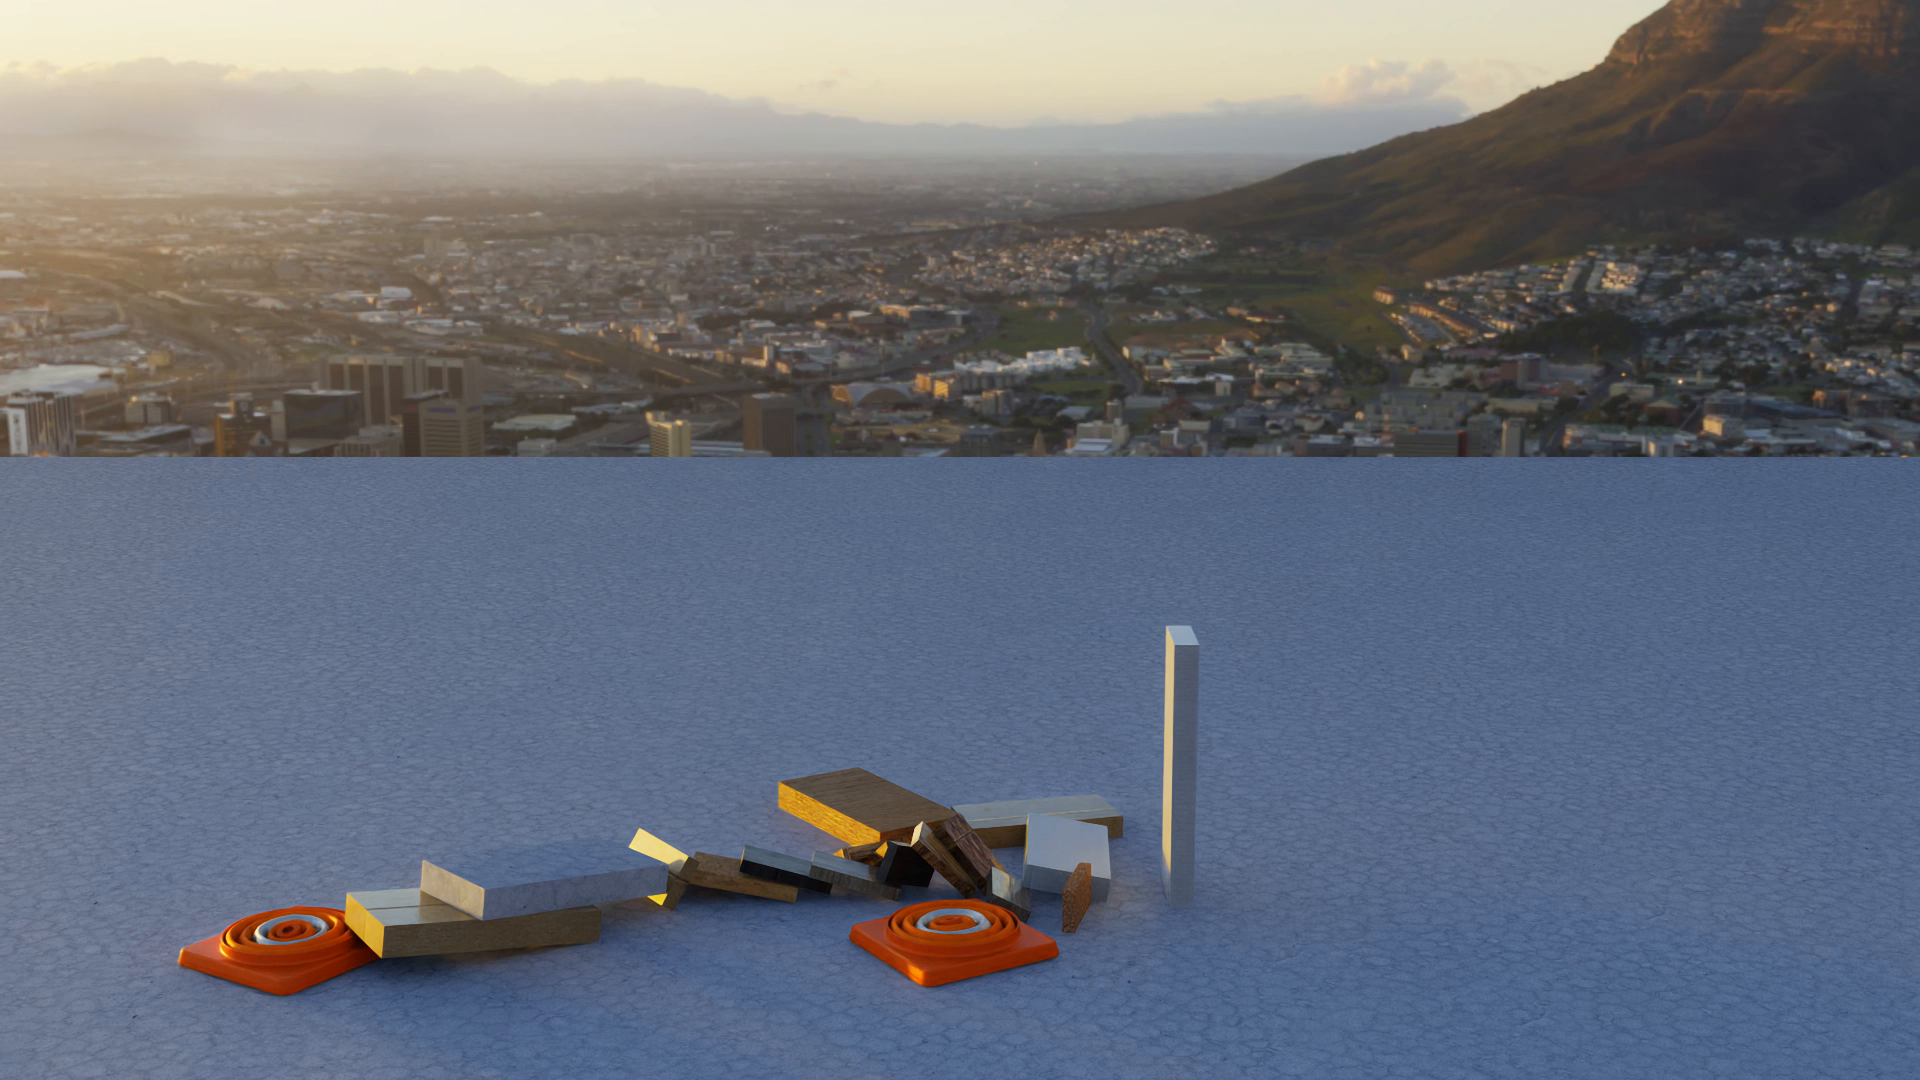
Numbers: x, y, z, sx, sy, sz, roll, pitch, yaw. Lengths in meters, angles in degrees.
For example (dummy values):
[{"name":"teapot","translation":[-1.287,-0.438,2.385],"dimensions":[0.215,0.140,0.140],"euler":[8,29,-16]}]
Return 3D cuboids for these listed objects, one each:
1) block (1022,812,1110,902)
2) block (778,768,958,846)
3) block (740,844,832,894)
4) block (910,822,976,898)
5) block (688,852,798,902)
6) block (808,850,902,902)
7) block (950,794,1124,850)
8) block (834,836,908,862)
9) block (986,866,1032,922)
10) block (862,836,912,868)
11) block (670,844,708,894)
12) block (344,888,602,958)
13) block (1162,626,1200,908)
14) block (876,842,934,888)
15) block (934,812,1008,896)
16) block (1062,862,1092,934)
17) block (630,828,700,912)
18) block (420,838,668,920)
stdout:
[{"name":"block","translation":[0.182,0.540,3.764],"dimensions":[0.141,0.040,0.283],"euler":[10,11,1]},{"name":"block","translation":[-0.167,0.497,4.033],"dimensions":[0.175,0.049,0.366],"euler":[-7,13,-33]},{"name":"block","translation":[-0.288,0.548,3.662],"dimensions":[0.154,0.022,0.077],"euler":[15,10,-5]},{"name":"block","translation":[-0.025,0.532,3.658],"dimensions":[0.019,0.132,0.066],"euler":[-42,11,18]},{"name":"block","translation":[-0.358,0.561,3.662],"dimensions":[0.179,0.025,0.090],"euler":[11,10,-3]},{"name":"block","translation":[-0.173,0.559,3.662],"dimensions":[0.154,0.022,0.077],"euler":[16,10,-3]},{"name":"block","translation":[0.138,0.510,3.988],"dimensions":[0.283,0.040,0.141],"euler":[-3,11,-15]},{"name":"block","translation":[-0.148,0.539,3.785],"dimensions":[0.154,0.022,0.077],"euler":[-6,-18,-31]},{"name":"block","translation":[0.079,0.578,3.590],"dimensions":[0.070,0.020,0.140],"euler":[27,9,-4]},{"name":"block","translation":[-0.113,0.532,3.727],"dimensions":[0.066,0.019,0.132],"euler":[-9,-20,-25]},{"name":"block","translation":[-0.484,0.561,3.755],"dimensions":[0.090,0.025,0.179],"euler":[-8,13,-38]},{"name":"block","translation":[-0.757,0.587,3.425],"dimensions":[0.349,0.049,0.175],"euler":[2,8,-34]},{"name":"block","translation":[0.363,0.373,3.630],"dimensions":[0.040,0.442,0.141],"euler":[0,11,0]},{"name":"block","translation":[-0.084,0.538,3.649],"dimensions":[0.019,0.066,0.132],"euler":[21,1,34]},{"name":"block","translation":[0.021,0.528,3.693],"dimensions":[0.020,0.139,0.070],"euler":[-44,-12,27]},{"name":"block","translation":[0.189,0.577,3.551],"dimensions":[0.020,0.070,0.140],"euler":[3,11,14]},{"name":"block","translation":[-0.506,0.547,3.659],"dimensions":[0.025,0.090,0.179],"euler":[35,-12,-34]},{"name":"block","translation":[-0.660,0.538,3.512],"dimensions":[0.175,0.049,0.349],"euler":[12,9,44]}]
